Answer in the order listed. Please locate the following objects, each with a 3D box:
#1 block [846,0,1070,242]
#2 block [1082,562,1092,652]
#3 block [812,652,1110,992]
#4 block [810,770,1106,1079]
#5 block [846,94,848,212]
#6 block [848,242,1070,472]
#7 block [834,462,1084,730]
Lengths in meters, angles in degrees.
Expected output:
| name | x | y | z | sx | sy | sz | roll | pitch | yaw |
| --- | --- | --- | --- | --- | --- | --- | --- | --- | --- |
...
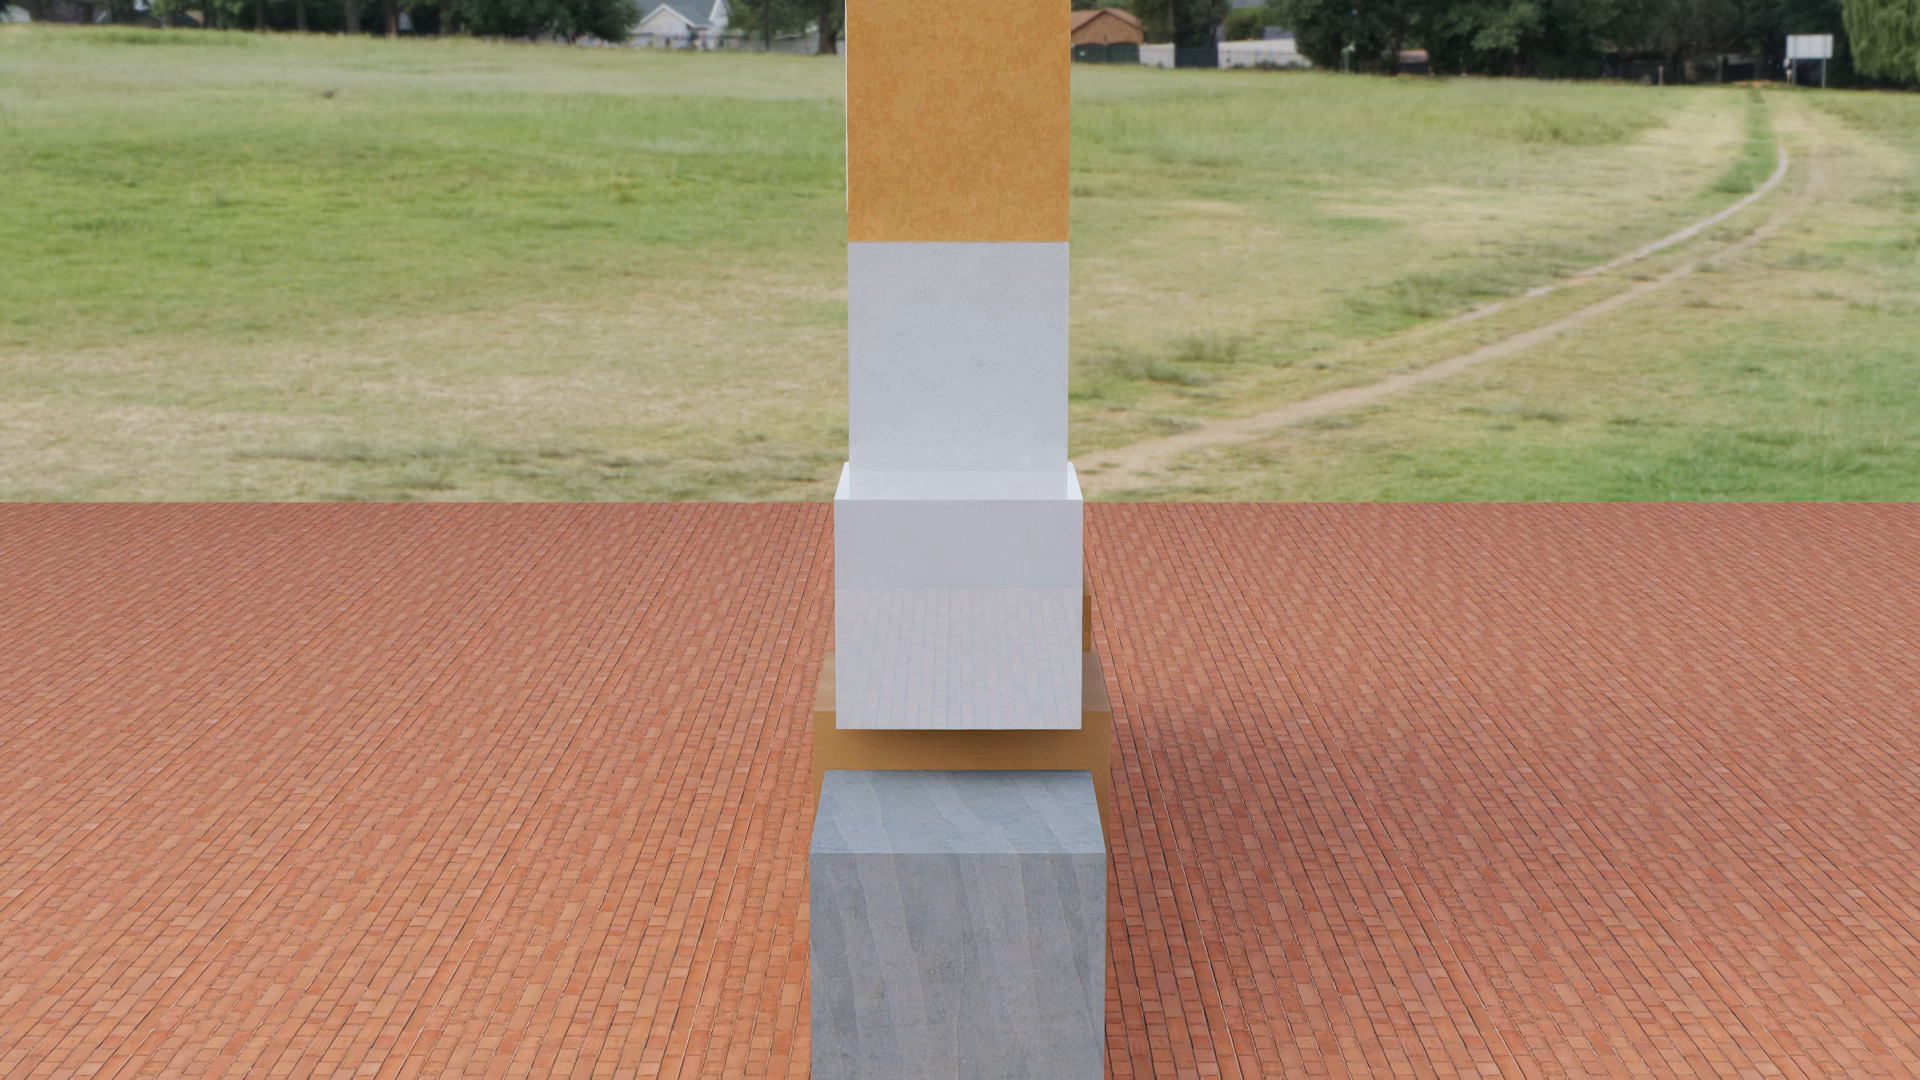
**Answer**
| name | x | y | z | sx | sy | sz | roll | pitch | yaw |
| --- | --- | --- | --- | --- | --- | --- | --- | --- | --- |
| block | -0.005 | -1.715 | 10.397 | 0.860 | 0.937 | 1.017 | 0 | 10 | 0 |
| block | 0.017 | 0.716 | 12.435 | 1.174 | 1.142 | 1.138 | 0 | 10 | 0 |
| block | 0.007 | 1.108 | 10.344 | 1.131 | 1.119 | 1.029 | 0 | 10 | 0 |
| block | -0.008 | 1.409 | 9.324 | 1.011 | 0.892 | 1.065 | 0 | 10 | 0 |
| block | -0.010 | -1.950 | 11.339 | 0.949 | 0.940 | 0.916 | 0 | 11 | 0 |
| block | -0.006 | -0.765 | 10.254 | 0.849 | 0.881 | 0.717 | 0 | 10 | 0 |
| block | -0.005 | 0.194 | 9.842 | 0.905 | 0.859 | 0.913 | 0 | 10 | 0 |
